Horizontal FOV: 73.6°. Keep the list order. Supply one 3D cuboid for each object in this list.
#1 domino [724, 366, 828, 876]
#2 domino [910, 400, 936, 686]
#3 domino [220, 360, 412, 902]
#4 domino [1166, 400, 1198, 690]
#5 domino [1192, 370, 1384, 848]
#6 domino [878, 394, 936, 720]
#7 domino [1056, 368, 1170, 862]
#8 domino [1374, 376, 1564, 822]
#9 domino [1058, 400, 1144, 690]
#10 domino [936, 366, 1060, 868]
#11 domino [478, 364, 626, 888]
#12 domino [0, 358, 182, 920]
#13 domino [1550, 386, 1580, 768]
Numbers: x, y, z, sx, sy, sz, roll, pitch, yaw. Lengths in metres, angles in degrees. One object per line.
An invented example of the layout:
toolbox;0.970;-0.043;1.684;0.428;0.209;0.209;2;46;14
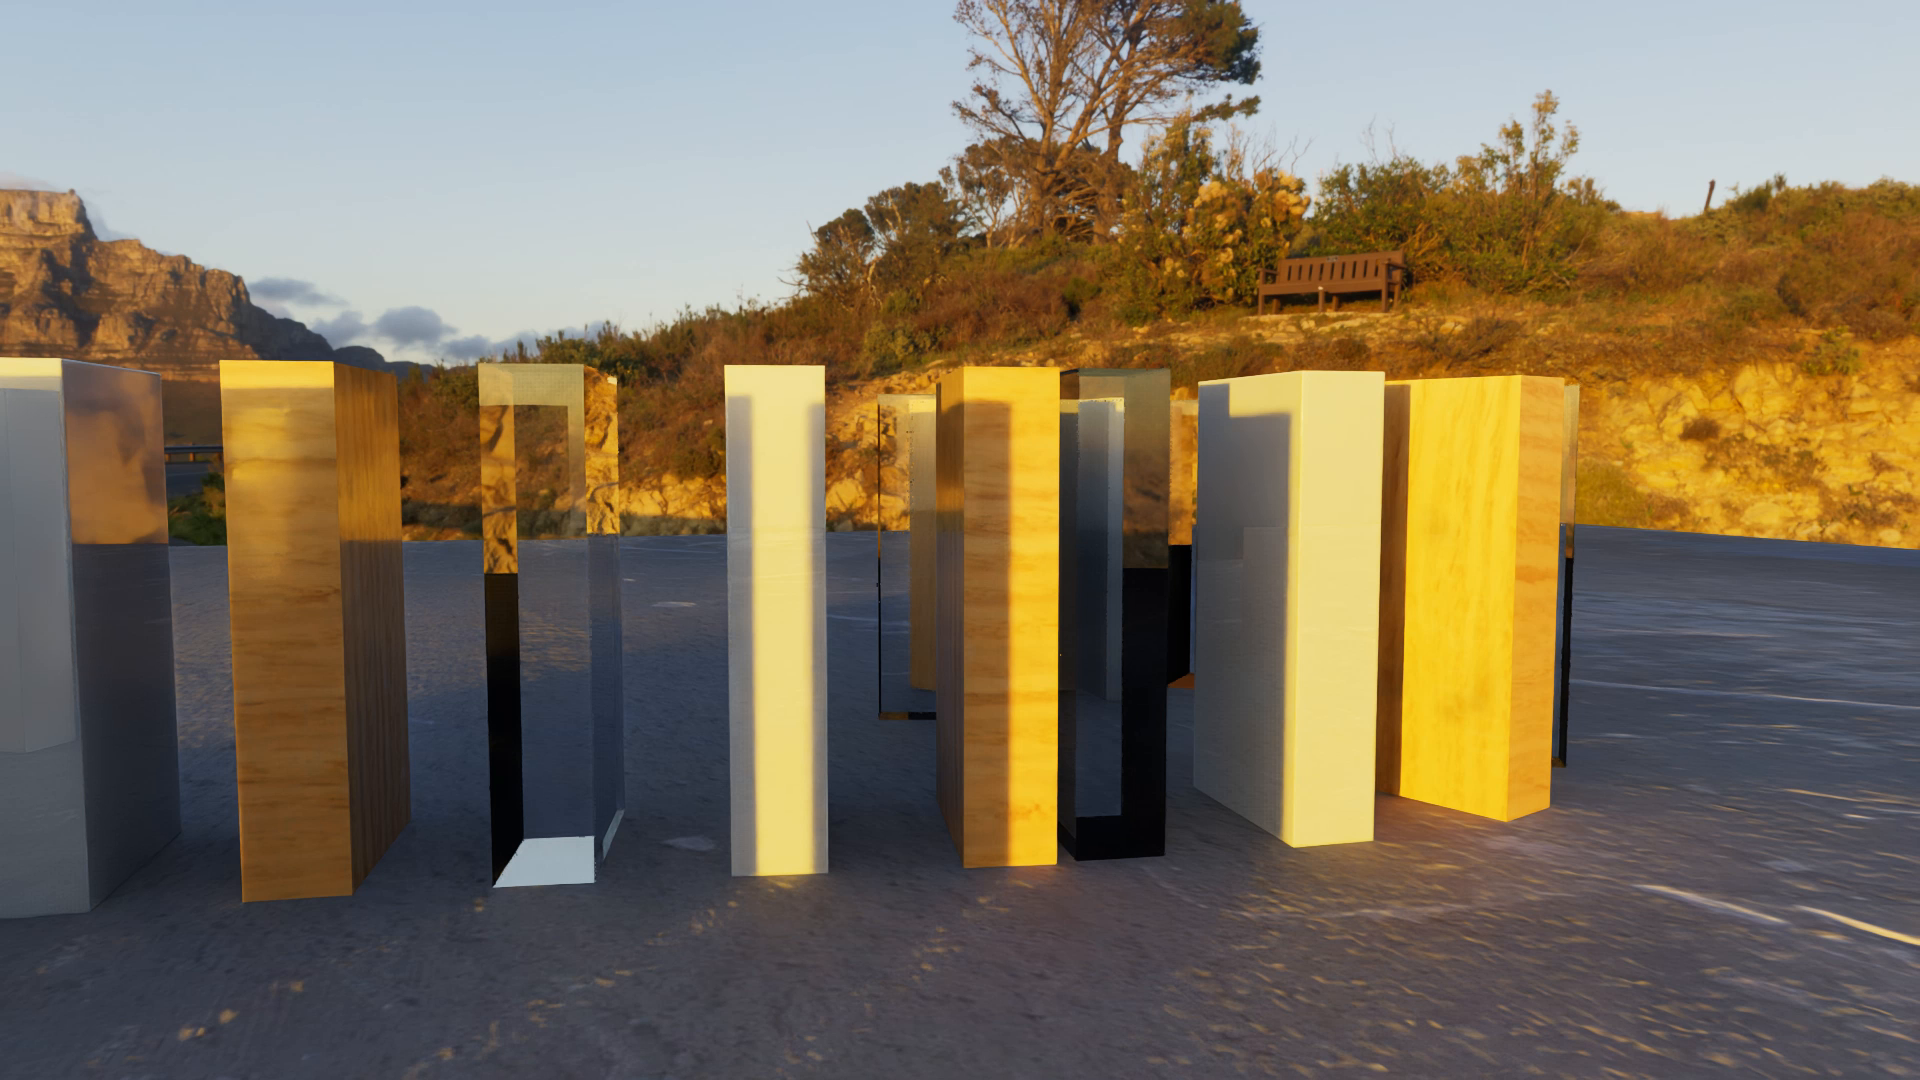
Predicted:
domino;-0.019;0.007;0.137;0.010;0.050;0.025;-1;4;-7
domino;0.004;0.001;0.223;0.025;0.050;0.009;3;5;38
domino;-0.064;0.008;0.131;0.009;0.050;0.025;-1;4;-11
domino;0.046;0.000;0.232;0.009;0.050;0.025;2;5;27
domino;0.037;0.007;0.147;0.009;0.050;0.025;-1;4;-14
domino;0.000;0.002;0.201;0.025;0.050;0.009;0;4;0
domino;0.014;0.007;0.142;0.009;0.050;0.025;-1;4;-10
domino;0.058;0.006;0.155;0.009;0.050;0.025;-3;5;-38
domino;0.024;0.000;0.234;0.009;0.050;0.025;-1;4;-16
domino;0.003;0.007;0.140;0.009;0.050;0.025;-1;4;-7
domino;-0.042;0.007;0.134;0.009;0.050;0.025;-1;4;-8
domino;-0.087;0.008;0.126;0.009;0.050;0.025;-1;4;-14
domino;0.069;0.004;0.175;0.025;0.050;0.009;1;4;16
